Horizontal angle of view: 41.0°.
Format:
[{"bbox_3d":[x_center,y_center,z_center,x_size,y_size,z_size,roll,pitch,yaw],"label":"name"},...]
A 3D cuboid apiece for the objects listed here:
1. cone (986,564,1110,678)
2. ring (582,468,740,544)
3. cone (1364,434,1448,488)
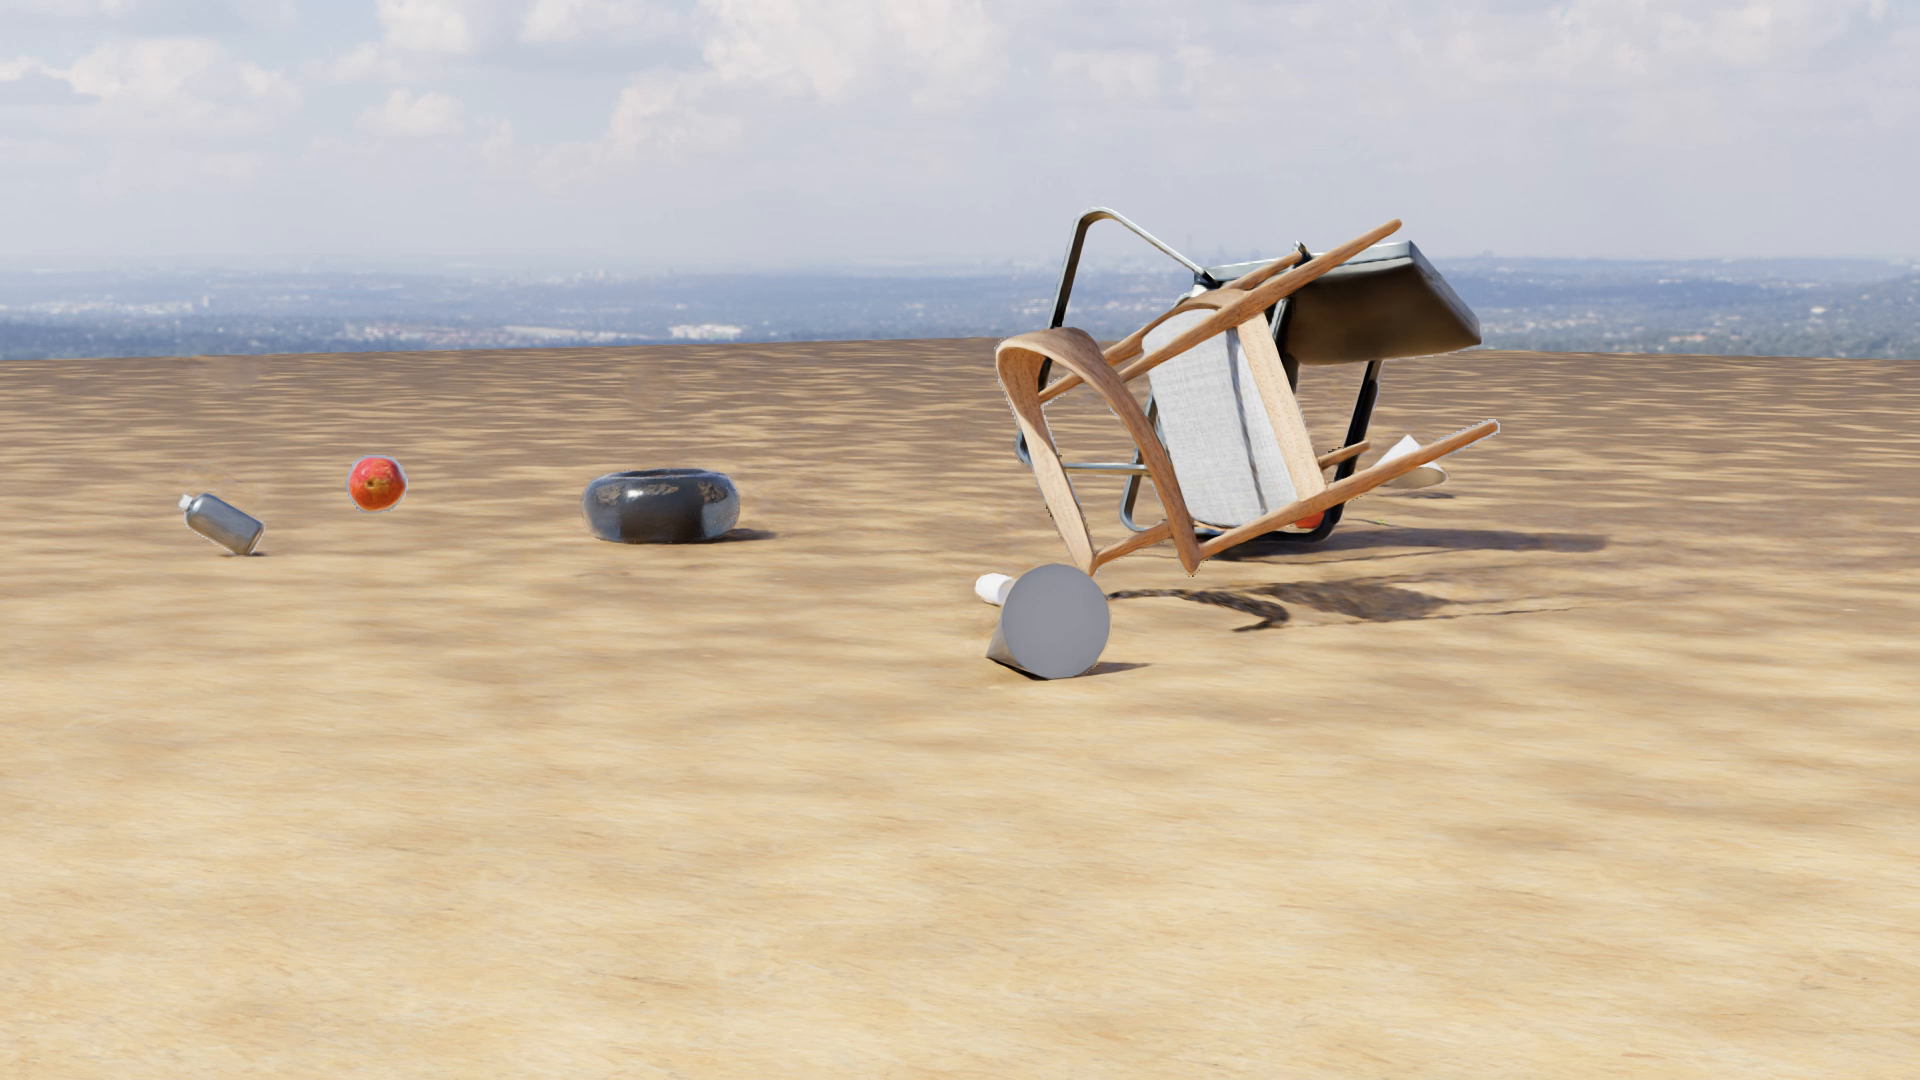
[{"bbox_3d":[0.102,0.168,4.337,0.214,0.188,0.256,-37,3,-32],"label":"cone"},{"bbox_3d":[-0.750,-0.086,6.451,0.402,0.165,0.387,2,7,32],"label":"ring"},{"bbox_3d":[1.331,-0.253,7.641,0.245,0.147,0.151,-1,-26,19],"label":"cone"}]
